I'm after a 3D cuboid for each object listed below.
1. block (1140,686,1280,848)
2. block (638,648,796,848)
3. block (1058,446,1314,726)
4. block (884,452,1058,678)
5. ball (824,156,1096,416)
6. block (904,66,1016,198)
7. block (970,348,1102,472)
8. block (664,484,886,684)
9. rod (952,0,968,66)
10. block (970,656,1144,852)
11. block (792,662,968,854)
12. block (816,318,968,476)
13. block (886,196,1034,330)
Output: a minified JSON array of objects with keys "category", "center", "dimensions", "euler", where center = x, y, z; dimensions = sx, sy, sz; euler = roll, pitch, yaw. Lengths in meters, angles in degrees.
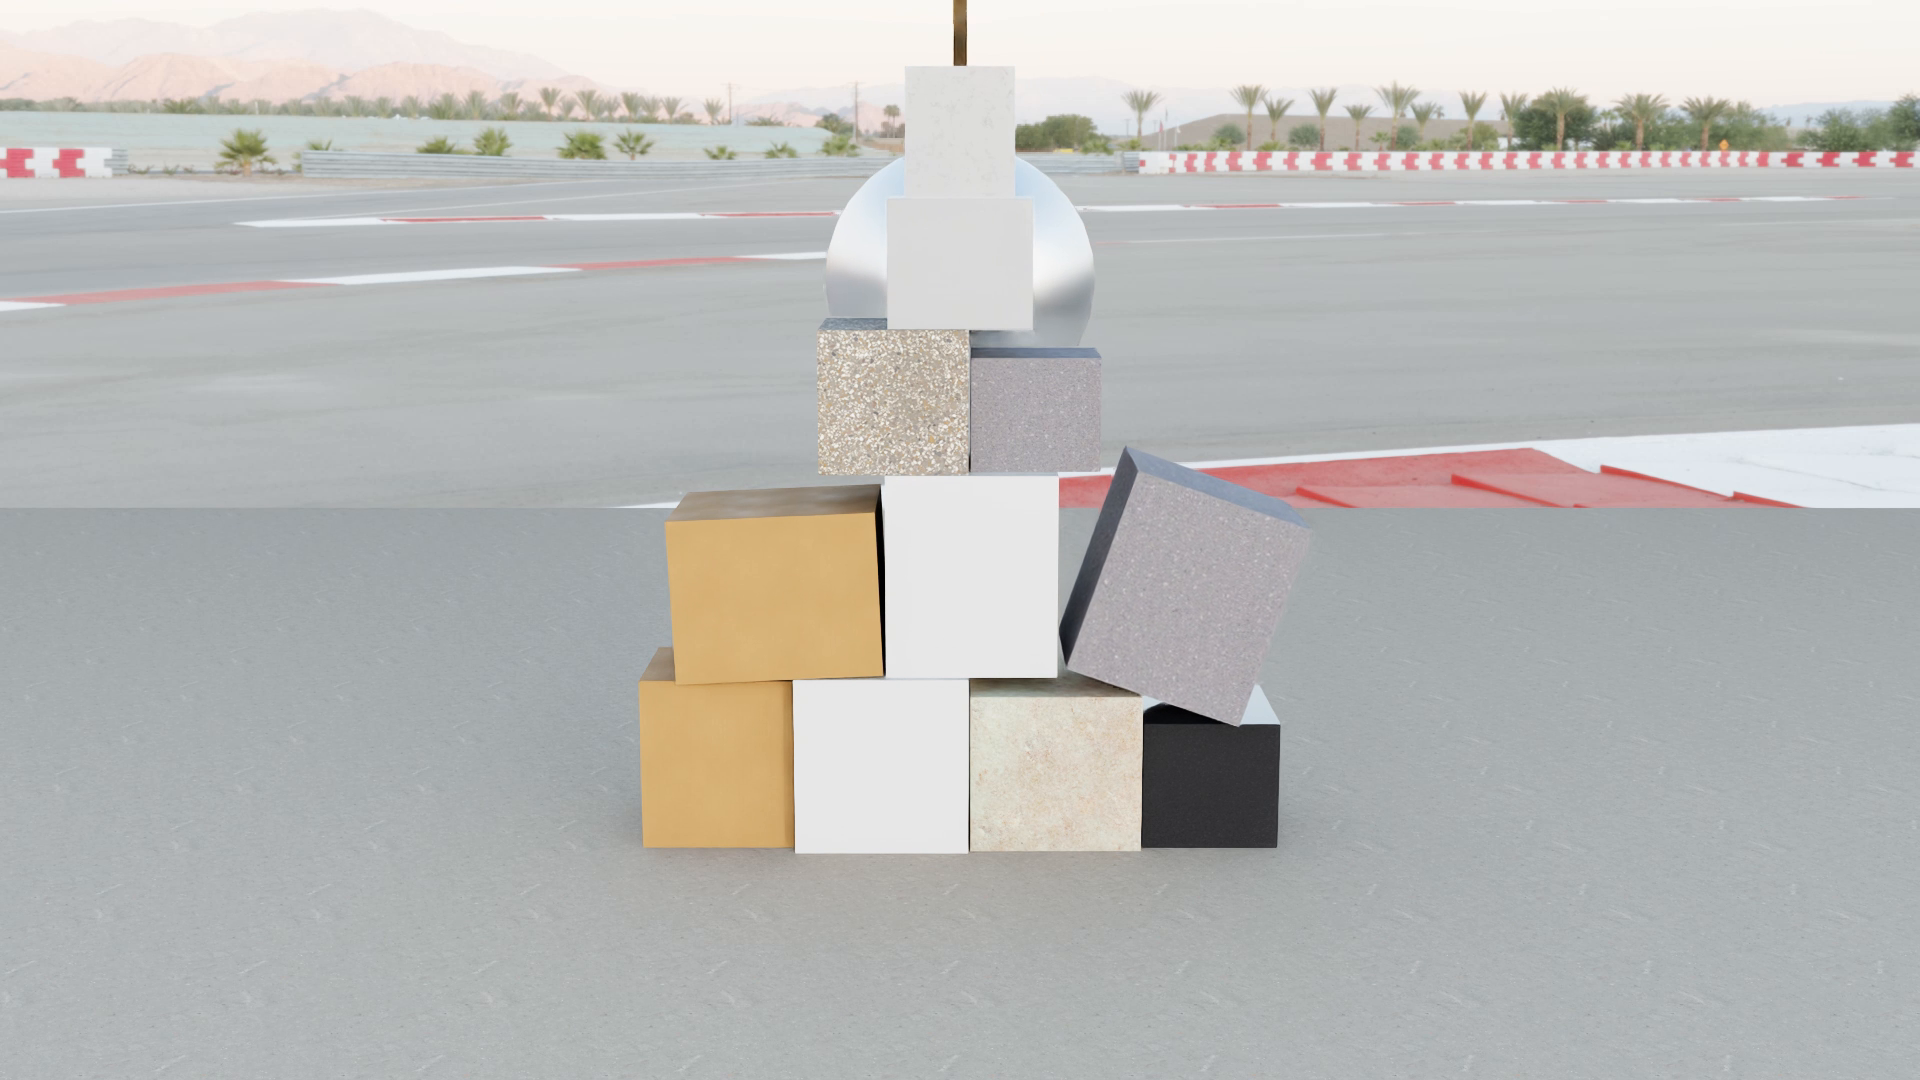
[{"category":"block","center":[1.256,1.161,11.385],"dimensions":[0.679,0.642,0.792],"euler":[0,10,0]},{"category":"block","center":[-1.213,1.056,11.353],"dimensions":[0.763,0.860,0.748],"euler":[0,10,0]},{"category":"block","center":[1.122,0.216,11.200],"dimensions":[0.907,1.044,0.882],"euler":[19,10,-3]},{"category":"block","center":[0.057,0.109,11.206],"dimensions":[0.847,1.006,0.854],"euler":[0,10,0]},{"category":"ball","center":[0.000,-1.530,13.010],"dimensions":[1.600,1.600,1.600],"euler":[0,10,0]},{"category":"block","center":[0.000,-2.002,10.814],"dimensions":[0.526,0.623,0.564],"euler":[0,10,0]},{"category":"block","center":[0.373,-0.662,11.063],"dimensions":[0.640,0.562,0.560],"euler":[0,10,0]},{"category":"block","center":[-0.908,0.208,11.214],"dimensions":[1.021,0.815,0.917],"euler":[-3,10,0]},{"category":"rod","center":[0.000,-4.459,11.283],"dimensions":[0.080,5.200,0.080],"euler":[0,31,0]},{"category":"block","center":[0.478,1.086,11.380],"dimensions":[0.854,0.791,0.906],"euler":[0,10,0]},{"category":"block","center":[-0.390,1.042,11.362],"dimensions":[0.862,0.885,0.954],"euler":[0,10,0]},{"category":"block","center":[-0.325,-0.731,11.044],"dimensions":[0.731,0.706,0.760],"euler":[0,10,0]},{"category":"block","center":[0.000,-1.385,10.914],"dimensions":[0.704,0.627,0.606],"euler":[0,10,0]}]
